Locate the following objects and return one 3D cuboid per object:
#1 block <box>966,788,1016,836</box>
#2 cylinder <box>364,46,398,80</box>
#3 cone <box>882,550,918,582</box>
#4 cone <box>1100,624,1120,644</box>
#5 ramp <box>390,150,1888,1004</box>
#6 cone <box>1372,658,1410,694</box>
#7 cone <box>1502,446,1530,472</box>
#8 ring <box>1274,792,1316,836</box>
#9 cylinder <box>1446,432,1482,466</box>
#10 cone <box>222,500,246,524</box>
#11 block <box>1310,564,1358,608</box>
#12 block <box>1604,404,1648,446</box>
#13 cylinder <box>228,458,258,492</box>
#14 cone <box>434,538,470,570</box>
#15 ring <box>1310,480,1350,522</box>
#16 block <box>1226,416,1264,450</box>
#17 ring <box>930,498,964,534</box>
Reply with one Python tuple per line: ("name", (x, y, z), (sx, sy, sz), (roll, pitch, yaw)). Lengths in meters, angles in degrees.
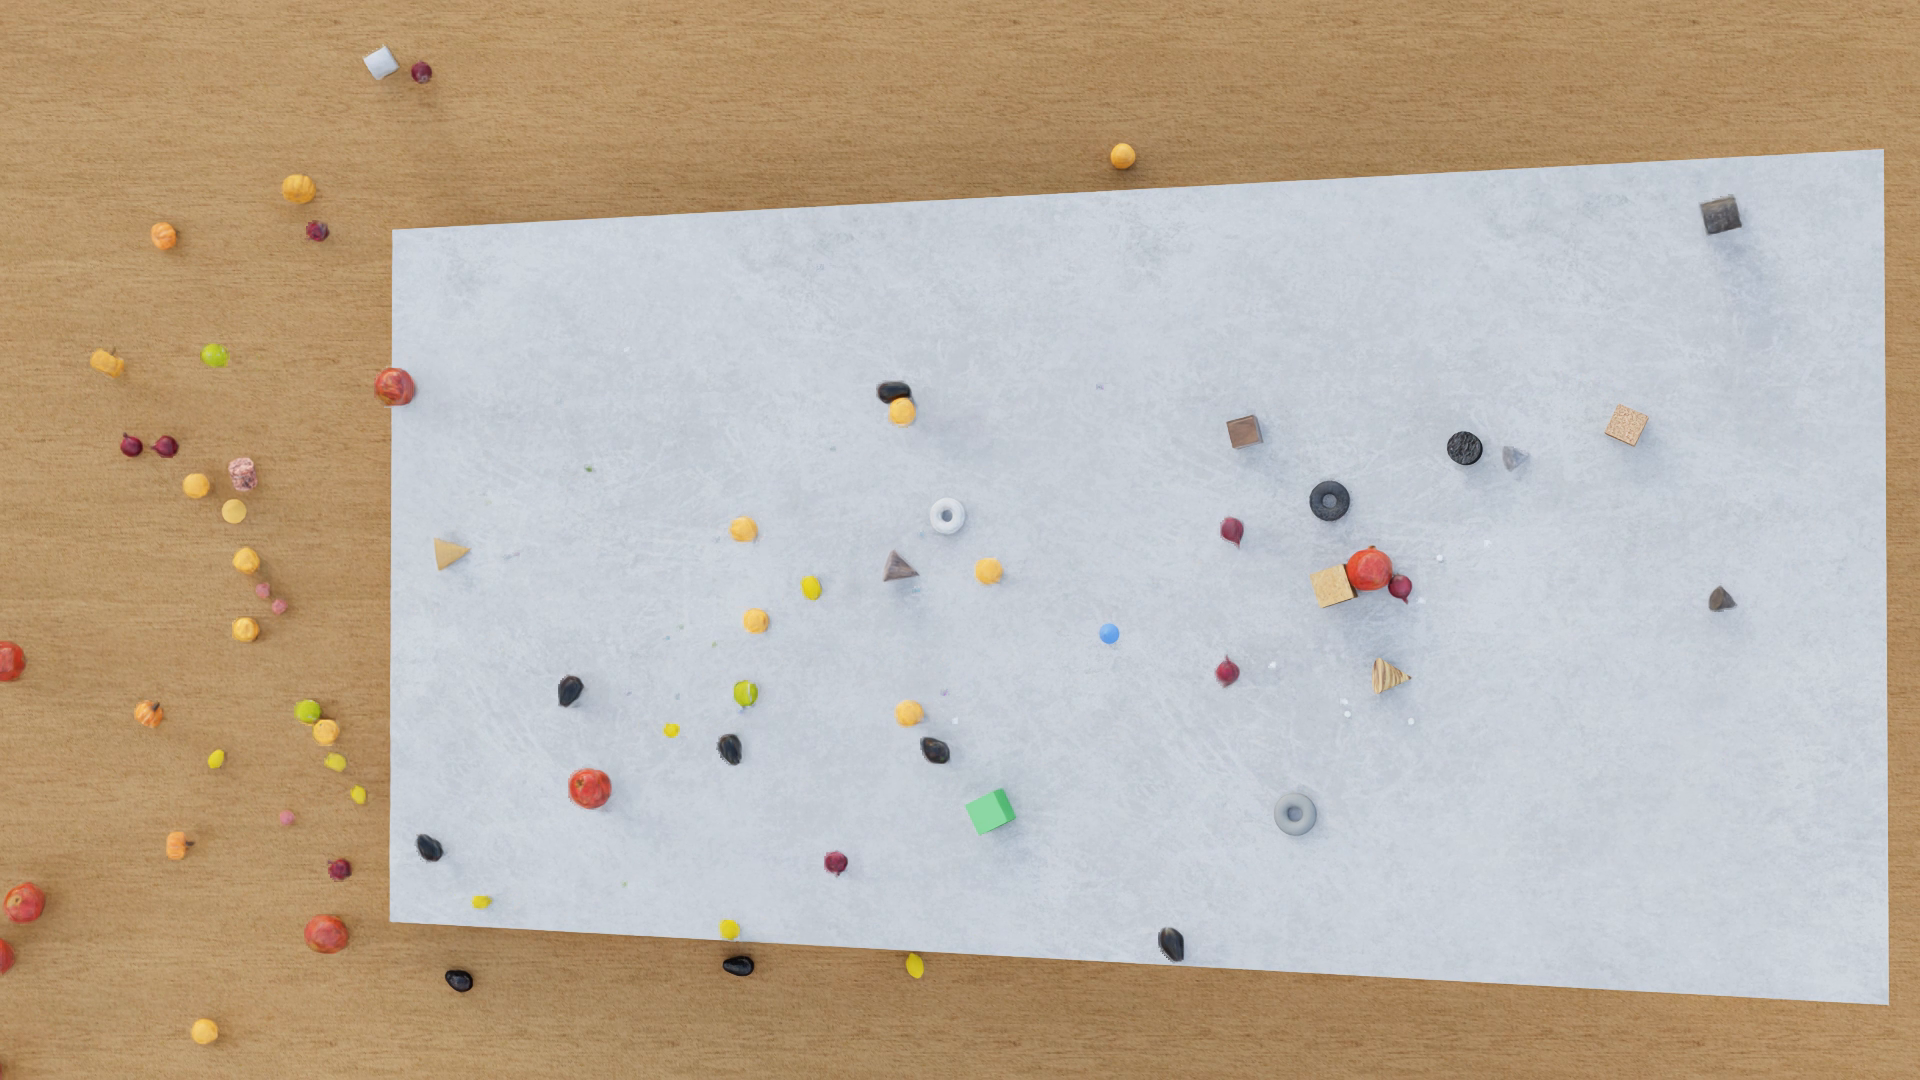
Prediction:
("block", (0.080, 0.711, 5.752), (0.087, 0.087, 0.087), (-28, 81, 15))
("cylinder", (-1.693, -1.395, 6.437), (0.073, 0.073, 0.073), (-30, 89, -1))
("cone", (-0.150, 0.082, 5.858), (0.092, 0.092, 0.092), (18, 89, -9))
("cone", (0.379, 0.243, 5.680), (0.054, 0.054, 0.054), (0, 89, 18))
("ramp", (0.275, 0.093, 5.796), (4.000, 0.100, 2.000), (0, 89, 18))
("cone", (1.081, 0.340, 5.461), (0.090, 0.090, 0.090), (4, 89, -9))
("cone", (1.370, -0.202, 5.383), (0.061, 0.061, 0.061), (-9, 89, -9))
("ring", (0.844, 0.691, 5.535), (0.109, 0.036, 0.109), (-1, 88, 19))
("cylinder", (1.239, -0.225, 5.398), (0.080, 0.080, 0.080), (0, 89, 18))
("cone", (-2.131, -0.085, 6.420), (0.072, 0.072, 0.072), (0, 89, 0))
("block", (0.933, 0.115, 5.487), (0.087, 0.087, 0.087), (-19, 83, 17))
("block", (1.602, -0.276, 5.285), (0.076, 0.076, 0.076), (27, 97, 16))
("cylinder", (-2.089, -0.191, 6.407), (0.070, 0.070, 0.070), (2, 133, 0))
("cone", (-1.443, 0.032, 6.271), (0.098, 0.098, 0.098), (-9, 89, -9))
("ring", (0.928, -0.098, 5.520), (0.102, 0.034, 0.102), (-1, 88, 18))
("block", (0.722, -0.273, 5.570), (0.069, 0.069, 0.069), (-15, 85, 17))
("ring", (-0.033, -0.064, 5.828), (0.098, 0.033, 0.098), (-1, 88, 18))
